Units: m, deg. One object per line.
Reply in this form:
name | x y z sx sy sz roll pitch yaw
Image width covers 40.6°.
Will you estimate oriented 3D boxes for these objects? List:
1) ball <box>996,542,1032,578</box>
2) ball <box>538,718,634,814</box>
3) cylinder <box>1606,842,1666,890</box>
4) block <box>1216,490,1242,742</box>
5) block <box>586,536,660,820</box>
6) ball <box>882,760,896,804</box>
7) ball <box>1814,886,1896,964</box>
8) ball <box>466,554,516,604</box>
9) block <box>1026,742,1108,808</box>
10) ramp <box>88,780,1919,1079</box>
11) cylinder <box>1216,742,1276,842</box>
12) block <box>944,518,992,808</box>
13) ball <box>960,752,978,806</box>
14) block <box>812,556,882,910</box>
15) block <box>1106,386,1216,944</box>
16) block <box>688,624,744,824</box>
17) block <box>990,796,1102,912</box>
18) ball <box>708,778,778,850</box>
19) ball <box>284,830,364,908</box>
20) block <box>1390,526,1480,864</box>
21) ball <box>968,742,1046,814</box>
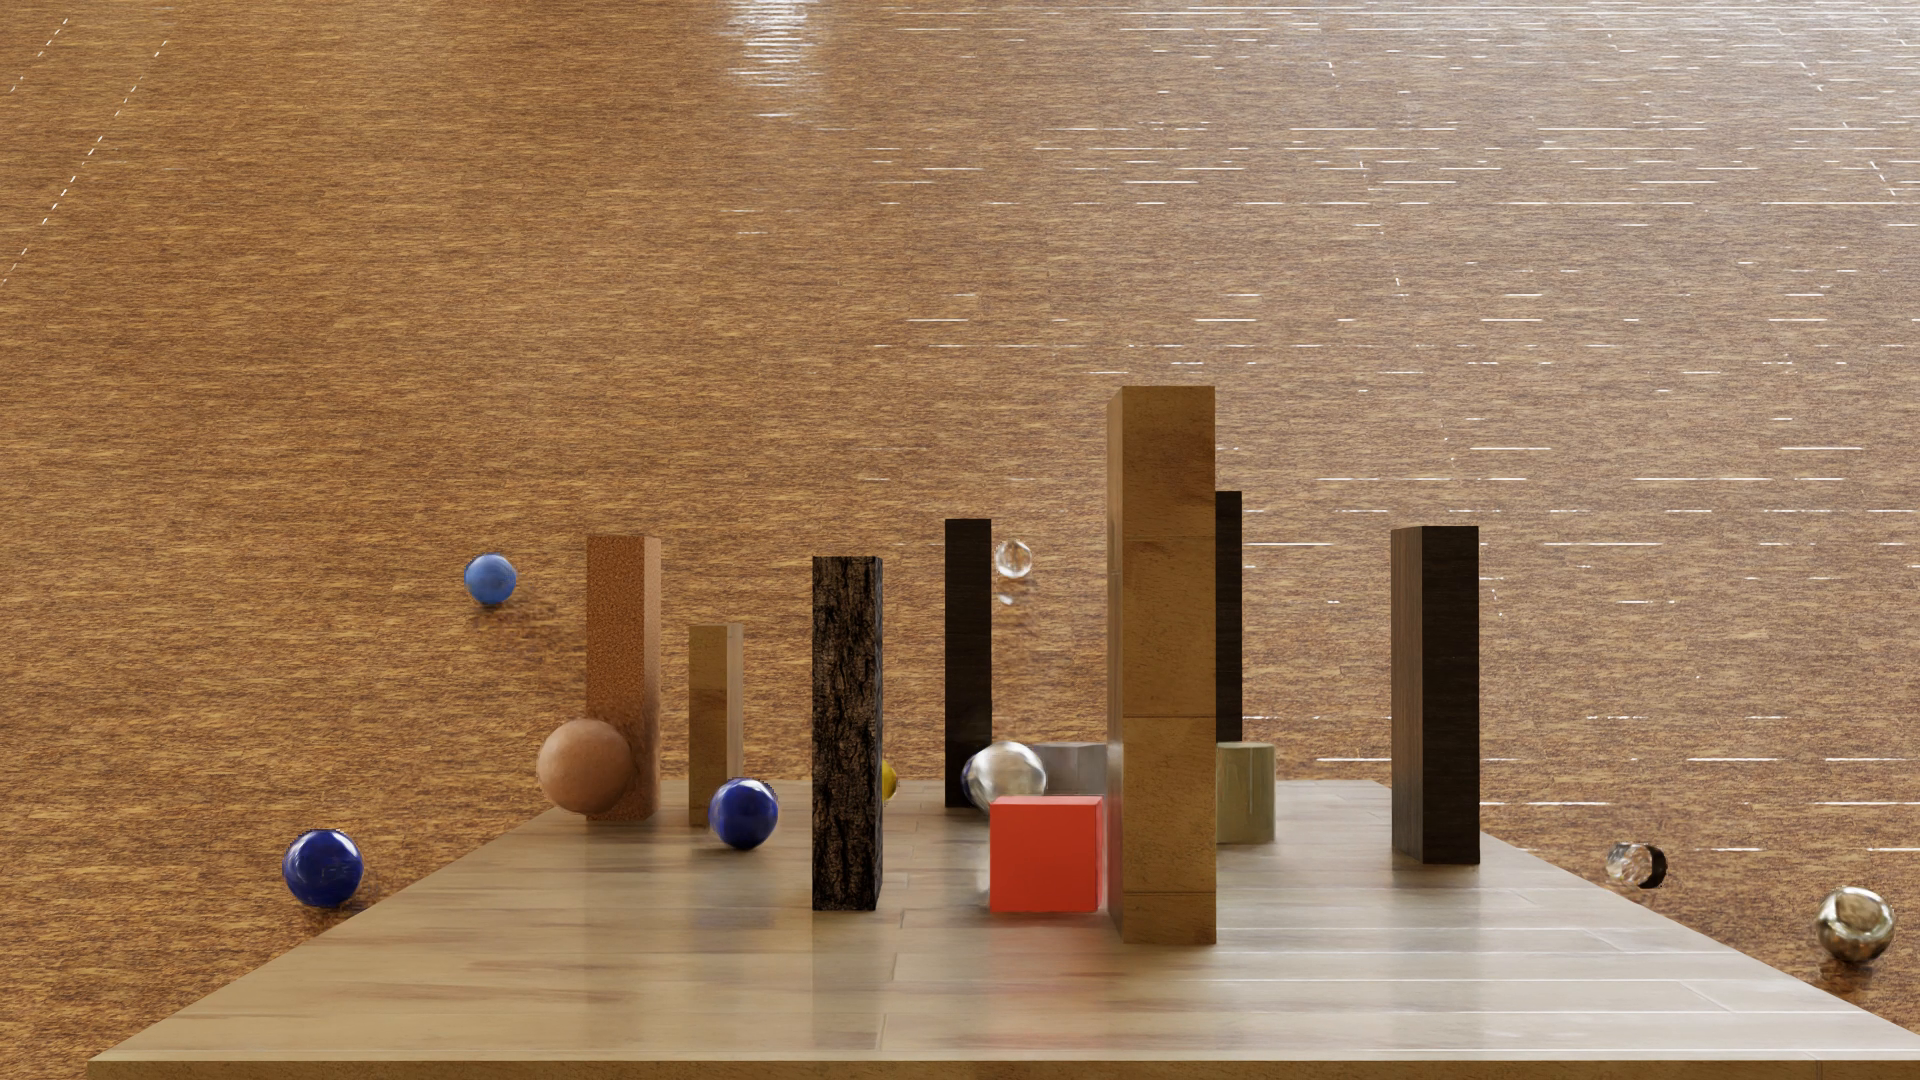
ball | 0.160 0.058 7.679 0.110 0.110 0.110 0 33 0
ball | -0.791 0.478 5.486 0.201 0.201 0.201 0 33 0
cylinder | 1.687 0.811 6.470 0.108 0.108 0.108 -11 1 -16
block | 0.549 0.252 5.669 0.103 0.707 0.305 0 -1 0
block | -0.743 0.301 5.745 0.125 0.612 0.309 0 -1 0
ball | -0.201 0.553 5.924 0.115 0.115 0.115 0 33 0
ball | 2.161 0.930 6.264 0.184 0.184 0.184 0 33 0
ball | -1.367 0.114 7.559 0.145 0.145 0.145 0 33 0
block | 0.250 0.539 5.940 0.143 0.143 0.143 -1 -1 37
ramp | 0.073 0.639 4.751 2.000 0.100 4.000 0 -1 0
cylinder | 0.537 0.503 5.188 0.187 0.187 0.187 0 -1 0
block | 0.019 0.283 6.059 0.106 0.659 0.269 0 -1 0
ball | 0.068 0.541 5.851 0.135 0.135 0.135 0 33 0
block | -0.181 0.304 4.233 0.098 0.550 0.399 0 -1 0
block | 0.295 0.179 3.858 0.131 0.787 0.394 0 -1 0
block | -0.535 0.396 5.714 0.081 0.420 0.416 0 -1 0
block | 0.138 0.495 4.108 0.165 0.165 0.165 0 -1 6
ball | -0.416 0.526 4.981 0.135 0.135 0.135 0 33 0
ball | -1.578 0.815 6.433 0.193 0.193 0.193 0 33 0
block | 0.891 0.284 4.877 0.104 0.613 0.339 0 -1 0
ball | 0.101 0.520 5.617 0.168 0.168 0.168 0 33 0
